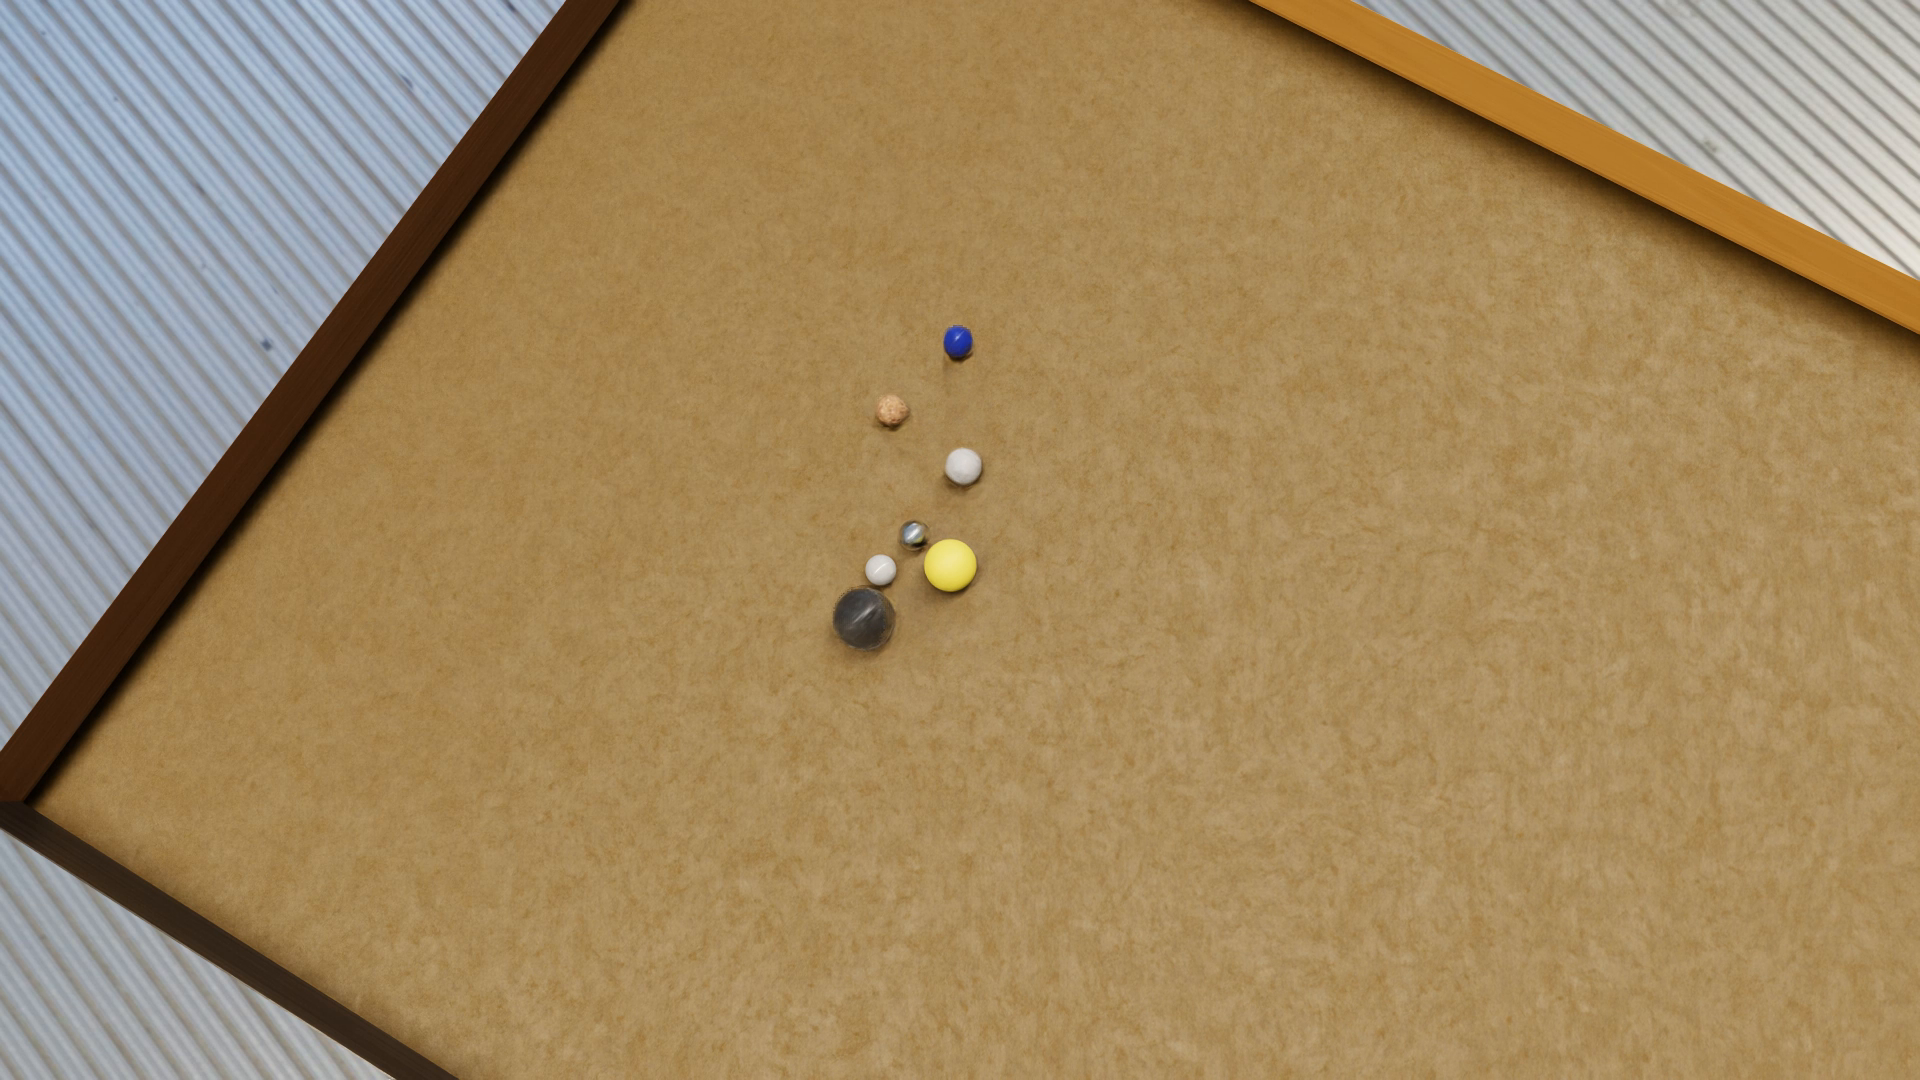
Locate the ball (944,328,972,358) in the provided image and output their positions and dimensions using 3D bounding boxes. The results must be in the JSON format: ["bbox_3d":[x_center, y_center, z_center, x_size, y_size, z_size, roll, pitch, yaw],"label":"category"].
[{"bbox_3d":[-0.003,-0.318,3.547,0.048,0.048,0.048,0,71,0],"label":"ball"}]

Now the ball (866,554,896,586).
[{"bbox_3d":[-0.123,0.047,3.419,0.049,0.049,0.049,0,71,0],"label":"ball"}]

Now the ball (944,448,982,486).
[{"bbox_3d":[0.005,-0.116,3.471,0.058,0.058,0.058,0,71,0],"label":"ball"}]

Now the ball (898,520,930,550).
[{"bbox_3d":[-0.071,-0.008,3.438,0.049,0.049,0.049,0,71,0],"label":"ball"}]

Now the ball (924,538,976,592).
[{"bbox_3d":[-0.015,0.039,3.404,0.082,0.082,0.082,0,71,0],"label":"ball"}]

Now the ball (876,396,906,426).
[{"bbox_3d":[-0.109,-0.206,3.508,0.048,0.048,0.048,0,71,0],"label":"ball"}]

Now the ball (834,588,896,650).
[{"bbox_3d":[-0.146,0.120,3.369,0.096,0.096,0.096,0,71,0],"label":"ball"}]

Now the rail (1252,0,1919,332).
[{"bbox_3d":[1.441,-0.405,3.536,4.111,0.124,0.045,29,73,10],"label":"rail"}]

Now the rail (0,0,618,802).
[{"bbox_3d":[-0.864,-0.493,3.566,0.045,0.124,2.234,29,73,10],"label":"rail"}]

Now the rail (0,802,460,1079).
[{"bbox_3d":[0.328,1.372,2.917,4.111,0.124,0.045,29,73,10],"label":"rail"}]
